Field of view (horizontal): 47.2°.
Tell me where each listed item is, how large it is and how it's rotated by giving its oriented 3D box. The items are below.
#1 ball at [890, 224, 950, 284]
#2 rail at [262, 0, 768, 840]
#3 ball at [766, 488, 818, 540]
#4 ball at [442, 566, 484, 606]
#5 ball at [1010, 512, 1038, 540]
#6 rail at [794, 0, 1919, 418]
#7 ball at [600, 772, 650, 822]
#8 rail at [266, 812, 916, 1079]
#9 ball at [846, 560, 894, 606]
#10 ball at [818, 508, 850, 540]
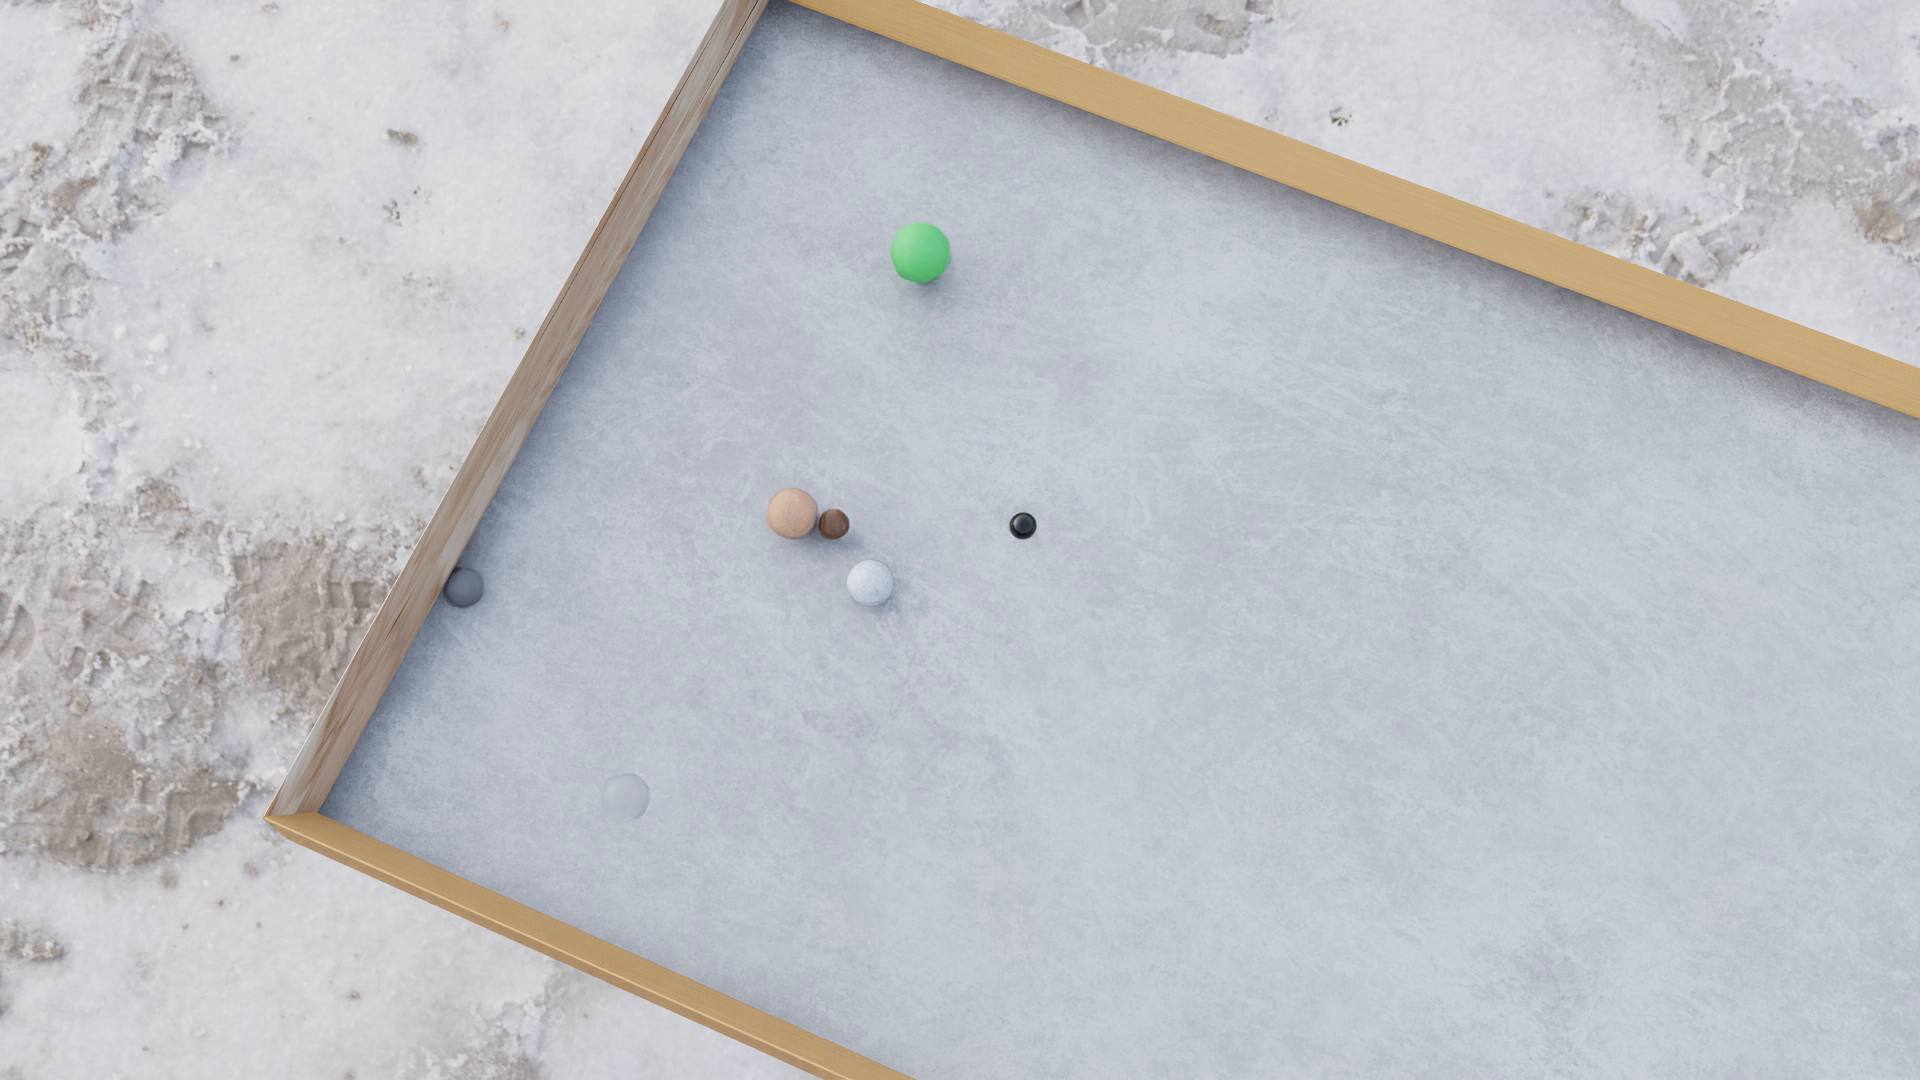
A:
[{"bbox_3d":[-0.065,-0.476,3.650,0.099,0.099,0.099,0,68,0],"label":"ball"},{"bbox_3d":[-0.664,-0.280,3.555,0.045,0.129,1.684,22,70,8],"label":"rail"},{"bbox_3d":[-0.266,-0.042,3.488,0.082,0.082,0.082,0,68,0],"label":"ball"},{"bbox_3d":[-0.779,0.073,3.452,0.063,0.063,0.063,0,68,0],"label":"ball"},{"bbox_3d":[0.100,-0.022,3.500,0.045,0.045,0.045,0,68,0],"label":"ball"},{"bbox_3d":[1.012,-0.432,3.616,2.990,0.129,0.045,22,70,8],"label":"rail"},{"bbox_3d":[-0.505,0.388,3.322,0.074,0.074,0.074,0,68,0],"label":"ball"},{"bbox_3d":[0.359,0.964,3.063,2.990,0.129,0.045,22,70,8],"label":"rail"},{"bbox_3d":[-0.141,0.067,3.449,0.074,0.074,0.074,0,68,0],"label":"ball"},{"bbox_3d":[-0.200,-0.025,3.499,0.049,0.049,0.049,0,68,0],"label":"ball"}]
